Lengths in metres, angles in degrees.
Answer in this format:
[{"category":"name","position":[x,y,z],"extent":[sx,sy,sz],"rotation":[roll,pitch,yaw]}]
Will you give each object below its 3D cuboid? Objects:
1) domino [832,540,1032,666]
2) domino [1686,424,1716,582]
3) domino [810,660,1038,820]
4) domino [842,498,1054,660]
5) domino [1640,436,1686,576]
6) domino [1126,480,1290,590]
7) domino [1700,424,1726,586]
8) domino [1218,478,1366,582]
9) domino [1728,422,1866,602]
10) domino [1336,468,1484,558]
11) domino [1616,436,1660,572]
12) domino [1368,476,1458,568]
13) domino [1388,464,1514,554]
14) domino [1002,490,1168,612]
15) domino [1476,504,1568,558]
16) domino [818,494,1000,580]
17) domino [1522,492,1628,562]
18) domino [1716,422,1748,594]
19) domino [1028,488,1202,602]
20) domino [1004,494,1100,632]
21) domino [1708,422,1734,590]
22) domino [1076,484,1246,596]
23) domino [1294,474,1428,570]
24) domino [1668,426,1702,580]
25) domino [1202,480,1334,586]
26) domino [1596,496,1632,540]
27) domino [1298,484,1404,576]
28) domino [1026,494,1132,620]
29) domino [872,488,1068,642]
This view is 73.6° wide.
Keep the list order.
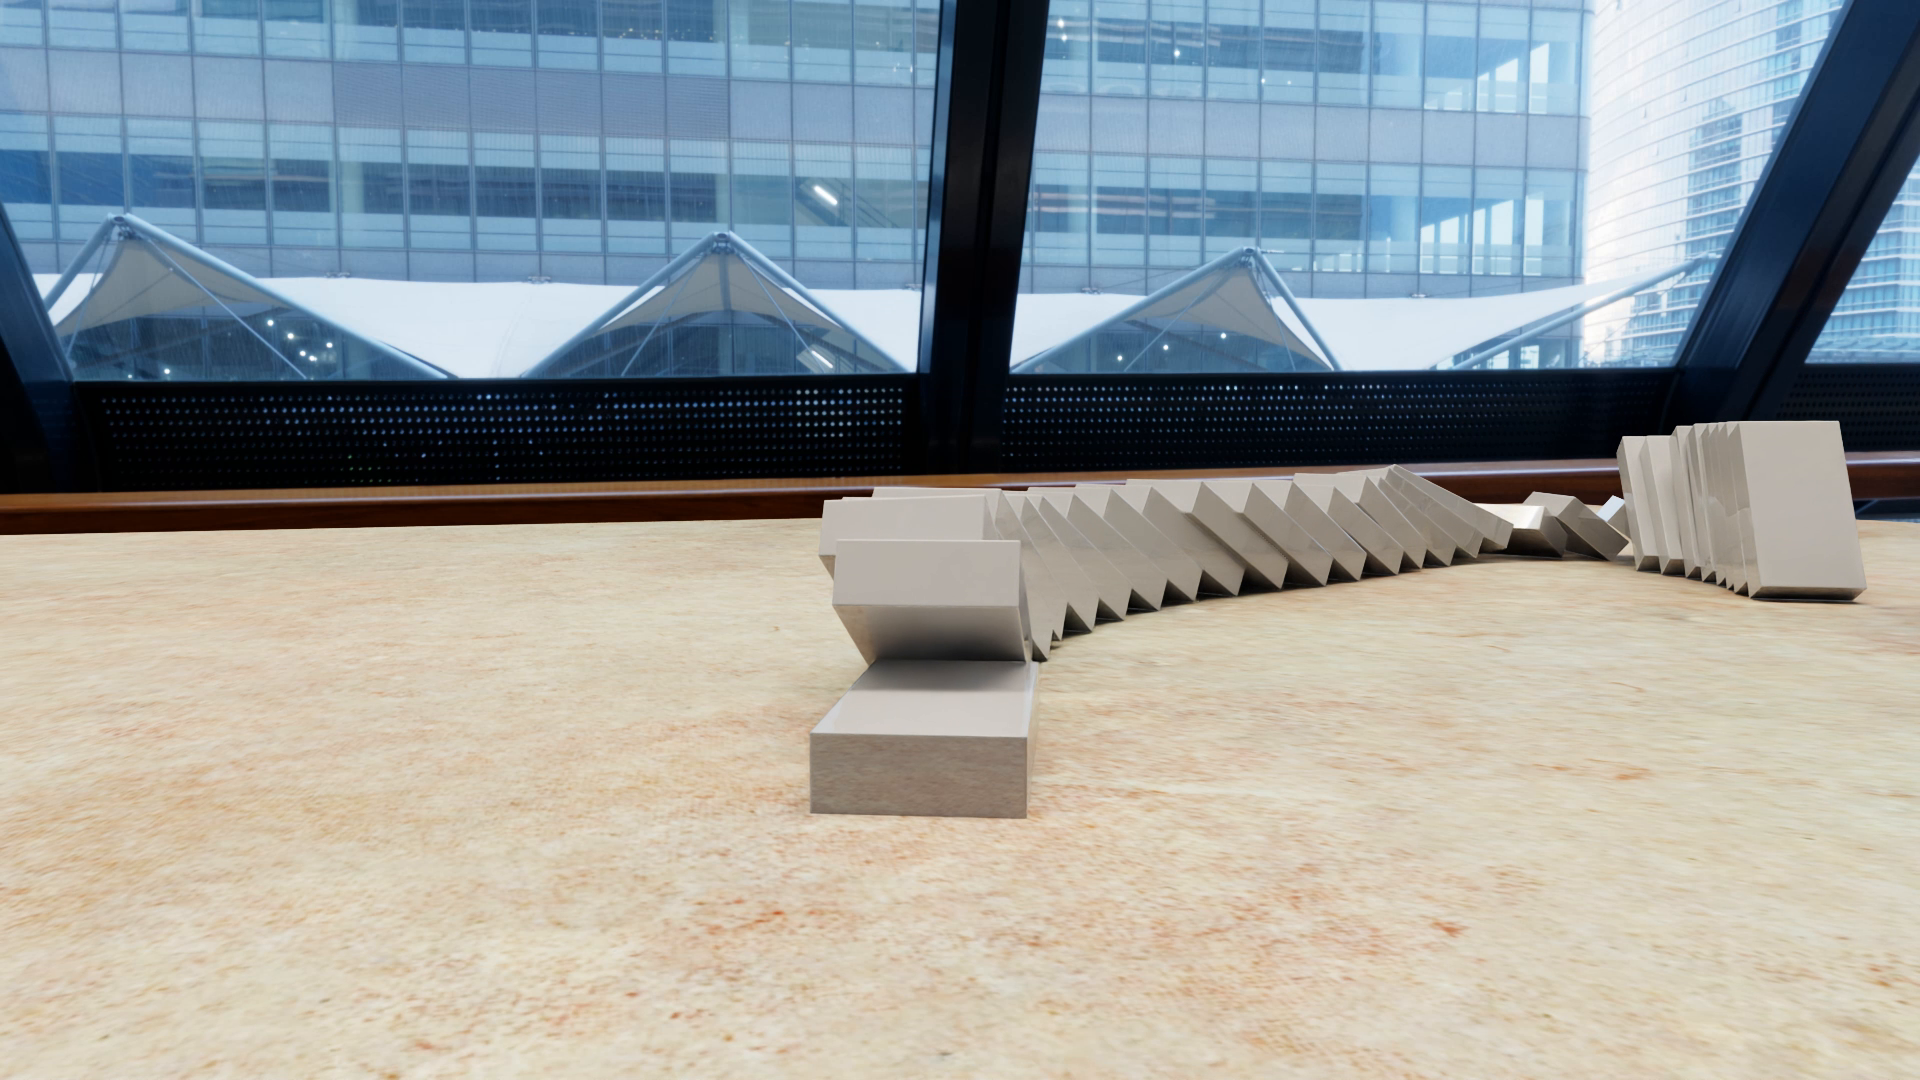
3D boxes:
[{"category":"domino","position":[-0.002,0.013,0.196],"extent":[0.025,0.009,0.050],"rotation":[0,-20,5]},{"category":"domino","position":[0.242,-0.012,0.397],"extent":[0.025,0.050,0.010],"rotation":[1,-23,14]},{"category":"domino","position":[-0.003,0.025,0.171],"extent":[0.025,0.010,0.050],"rotation":[0,4,5]},{"category":"domino","position":[-0.002,0.008,0.238],"extent":[0.025,0.009,0.050],"rotation":[1,-26,22]},{"category":"domino","position":[0.243,-0.012,0.423],"extent":[0.025,0.050,0.009],"rotation":[1,-34,13]},{"category":"domino","position":[0.069,-0.001,0.363],"extent":[0.025,0.010,0.050],"rotation":[4,-22,46]},{"category":"domino","position":[0.240,-0.011,0.386],"extent":[0.025,0.050,0.009],"rotation":[1,-23,14]},{"category":"domino","position":[0.101,-0.003,0.391],"extent":[0.025,0.009,0.050],"rotation":[4,-22,46]},{"category":"domino","position":[0.231,-0.009,0.355],"extent":[0.025,0.050,0.010],"rotation":[1,-23,14]},{"category":"domino","position":[0.158,-0.009,0.454],"extent":[0.050,0.010,0.025],"rotation":[29,-14,-23]},{"category":"domino","position":[0.241,-0.013,0.436],"extent":[0.025,0.050,0.009],"rotation":[1,-34,13]},{"category":"domino","position":[0.146,-0.006,0.441],"extent":[0.050,0.010,0.025],"rotation":[31,-14,-33]},{"category":"domino","position":[0.172,-0.010,0.467],"extent":[0.050,0.009,0.025],"rotation":[25,-13,-7]},{"category":"domino","position":[0.029,0.003,0.318],"extent":[0.025,0.009,0.050],"rotation":[3,-22,38]},{"category":"domino","position":[0.200,-0.004,0.488],"extent":[0.050,0.010,0.025],"rotation":[4,-22,46]},{"category":"domino","position":[-0.005,0.009,0.215],"extent":[0.025,0.009,0.050],"rotation":[-2,-27,10]},{"category":"domino","position":[0.232,-0.006,0.488],"extent":[0.025,0.009,0.050],"rotation":[41,8,3]},{"category":"domino","position":[0.234,-0.009,0.366],"extent":[0.025,0.050,0.009],"rotation":[1,-23,14]},{"category":"domino","position":[0.040,0.002,0.334],"extent":[0.025,0.009,0.050],"rotation":[2,-23,40]},{"category":"domino","position":[0.010,0.006,0.276],"extent":[0.025,0.010,0.050],"rotation":[2,-24,26]},{"category":"domino","position":[0.237,-0.010,0.376],"extent":[0.025,0.050,0.010],"rotation":[1,-23,14]},{"category":"domino","position":[0.054,0.000,0.352],"extent":[0.025,0.009,0.050],"rotation":[4,-22,45]},{"category":"domino","position":[0.131,-0.006,0.422],"extent":[0.025,0.009,0.050],"rotation":[5,-22,45]},{"category":"domino","position":[0.243,-0.012,0.408],"extent":[0.025,0.050,0.010],"rotation":[1,-25,13]},{"category":"domino","position":[0.086,-0.002,0.377],"extent":[0.025,0.009,0.050],"rotation":[4,-22,46]},{"category":"domino","position":[0.247,-0.004,0.466],"extent":[0.025,0.009,0.050],"rotation":[41,17,15]},{"category":"domino","position":[0.118,-0.003,0.408],"extent":[0.025,0.009,0.050],"rotation":[4,-19,45]},{"category":"domino","position":[0.018,0.004,0.298],"extent":[0.025,0.010,0.050],"rotation":[3,-23,33]},{"category":"domino","position":[0.003,0.006,0.254],"extent":[0.025,0.009,0.050],"rotation":[2,-25,21]}]
